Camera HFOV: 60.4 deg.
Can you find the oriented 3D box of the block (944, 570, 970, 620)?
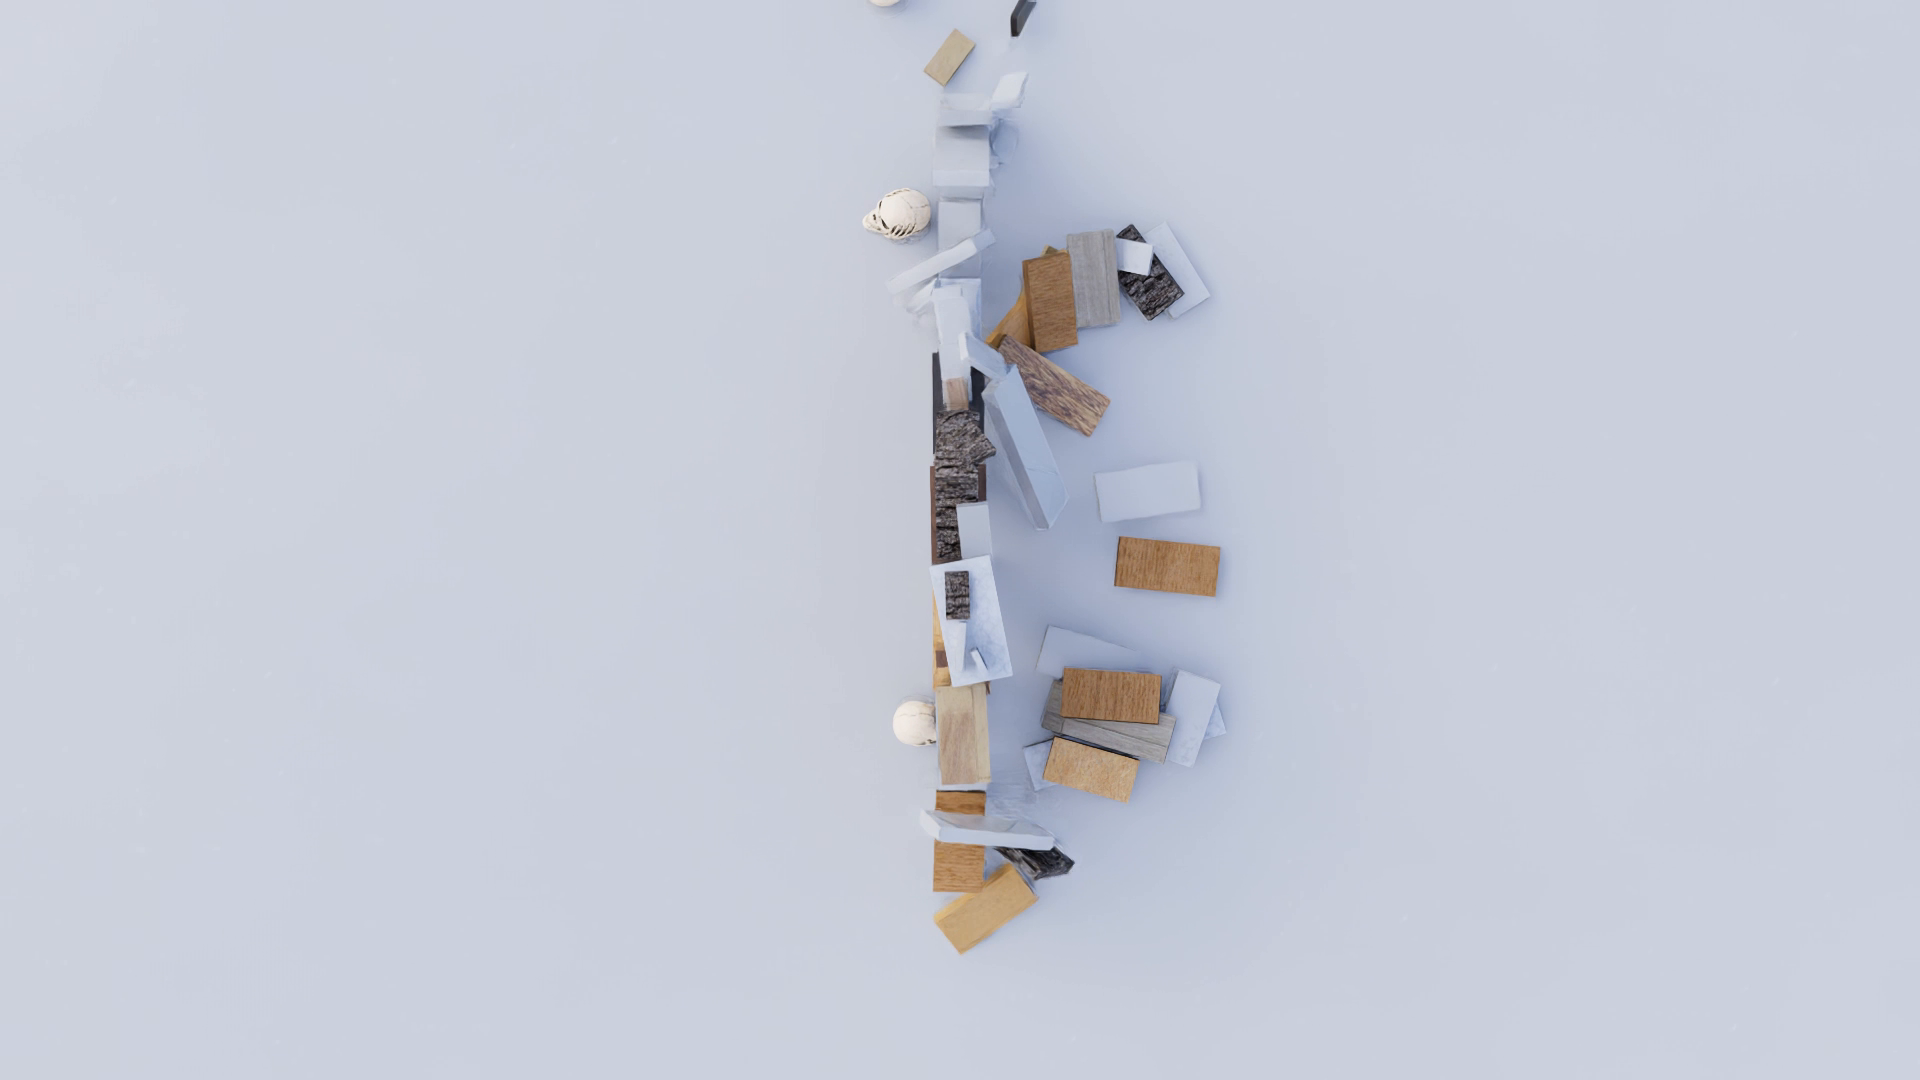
[{"bbox_3d":[-0.008,0.158,4.693,0.069,0.020,0.138,-2,90,0],"label":"block"}]

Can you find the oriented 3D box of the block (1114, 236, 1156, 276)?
[{"bbox_3d":[0.534,-0.938,5.418,0.198,0.028,0.099,15,108,18],"label":"block"}]

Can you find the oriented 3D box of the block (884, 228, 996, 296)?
[{"bbox_3d":[-0.063,-0.899,5.332,0.341,0.171,0.048,-22,102,29],"label":"block"}]

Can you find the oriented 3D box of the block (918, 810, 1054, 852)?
[{"bbox_3d":[0.080,0.890,5.056,0.387,0.157,0.044,10,96,-25],"label":"block"}]

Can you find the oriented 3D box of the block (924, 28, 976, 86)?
[{"bbox_3d":[-0.035,-1.605,5.488,0.086,0.024,0.173,37,90,0],"label":"block"}]

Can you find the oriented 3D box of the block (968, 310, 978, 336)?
[{"bbox_3d":[0.015,-0.652,5.177,0.067,0.019,0.134,9,102,0],"label":"block"}]

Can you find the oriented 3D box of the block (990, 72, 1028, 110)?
[{"bbox_3d":[0.156,-1.410,5.177,0.086,0.173,0.024,-4,132,21],"label":"block"}]

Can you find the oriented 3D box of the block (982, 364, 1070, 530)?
[{"bbox_3d":[0.214,-0.295,5.295,0.047,0.167,0.533,-1,128,34],"label":"block"}]

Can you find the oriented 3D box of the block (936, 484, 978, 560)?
[{"bbox_3d":[-0.009,-0.065,5.031,0.127,0.036,0.255,-1,115,0],"label":"block"}]

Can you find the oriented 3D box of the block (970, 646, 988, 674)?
[{"bbox_3d":[0.054,0.339,4.635,0.020,0.138,0.069,-26,90,0],"label":"block"}]

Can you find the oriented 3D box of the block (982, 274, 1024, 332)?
[{"bbox_3d":[0.152,-0.781,5.486,0.099,0.028,0.198,41,90,0],"label":"block"}]

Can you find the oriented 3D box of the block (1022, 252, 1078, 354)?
[{"bbox_3d":[0.295,-0.776,5.401,0.152,0.043,0.303,-15,113,-18],"label":"block"}]

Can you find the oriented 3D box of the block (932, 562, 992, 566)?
[{"bbox_3d":[0.007,0.096,4.929,0.176,0.351,0.050,-2,89,0],"label":"block"}]

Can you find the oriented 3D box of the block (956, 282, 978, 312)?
[{"bbox_3d":[0.014,-0.741,5.192,0.067,0.019,0.134,8,90,0],"label":"block"}]

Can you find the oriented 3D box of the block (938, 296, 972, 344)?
[{"bbox_3d":[-0.013,-0.658,5.113,0.090,0.025,0.180,-6,94,0],"label":"block"}]

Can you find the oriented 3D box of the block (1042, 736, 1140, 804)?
[{"bbox_3d":[0.432,0.756,5.438,0.291,0.041,0.145,16,90,0],"label":"block"}]

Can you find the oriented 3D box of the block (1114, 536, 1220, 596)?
[{"bbox_3d":[0.687,0.088,5.476,0.333,0.047,0.167,6,90,0],"label":"block"}]

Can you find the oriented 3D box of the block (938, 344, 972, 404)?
[{"bbox_3d":[-0.014,-0.517,5.101,0.090,0.026,0.180,-5,100,0],"label":"block"}]

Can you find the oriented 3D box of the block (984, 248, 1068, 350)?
[{"bbox_3d":[0.259,-0.750,5.444,0.152,0.043,0.418,40,90,-29],"label":"block"}]

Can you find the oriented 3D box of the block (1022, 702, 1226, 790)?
[{"bbox_3d":[0.545,0.665,5.479,0.662,0.041,0.145,-17,90,0],"label":"block"}]

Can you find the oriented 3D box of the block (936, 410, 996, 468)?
[{"bbox_3d":[0.017,-0.305,4.940,0.094,0.027,0.189,-27,58,-17],"label":"block"}]

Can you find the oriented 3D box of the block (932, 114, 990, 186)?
[{"bbox_3d":[0.005,-1.239,5.221,0.171,0.614,0.048,1,120,0],"label":"block"}]

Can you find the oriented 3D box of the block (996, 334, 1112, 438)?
[{"bbox_3d":[0.288,-0.507,5.429,0.418,0.041,0.144,31,90,-14],"label":"block"}]

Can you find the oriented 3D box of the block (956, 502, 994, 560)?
[{"bbox_3d":[0.045,-0.023,5.017,0.095,0.027,0.189,-5,115,2],"label":"block"}]

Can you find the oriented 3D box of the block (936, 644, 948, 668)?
[{"bbox_3d":[0.018,0.339,4.929,0.176,0.352,0.050,-3,90,0],"label":"block"}]

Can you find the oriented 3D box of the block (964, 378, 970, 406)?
[{"bbox_3d":[-0.006,-0.429,5.092,0.068,0.019,0.136,-2,117,-1],"label":"block"}]

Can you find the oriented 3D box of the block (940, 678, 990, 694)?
[{"bbox_3d":[0.017,0.440,4.961,0.144,0.287,0.041,-3,88,0],"label":"block"}]

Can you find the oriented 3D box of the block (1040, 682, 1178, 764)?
[{"bbox_3d":[0.490,0.600,5.421,0.416,0.045,0.158,16,82,13],"label":"block"}]

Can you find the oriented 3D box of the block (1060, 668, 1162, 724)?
[{"bbox_3d":[0.494,0.511,5.391,0.317,0.045,0.158,3,79,10],"label":"block"}]

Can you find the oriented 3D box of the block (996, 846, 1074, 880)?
[{"bbox_3d":[0.241,1.001,5.223,0.157,0.313,0.044,35,97,23],"label":"block"}]

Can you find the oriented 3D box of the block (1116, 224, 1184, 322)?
[{"bbox_3d":[0.596,-0.882,5.445,0.144,0.041,0.288,-37,87,26],"label":"block"}]

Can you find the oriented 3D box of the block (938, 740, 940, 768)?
[{"bbox_3d":[0.006,0.641,4.983,0.144,0.330,0.041,-2,92,0],"label":"block"}]
